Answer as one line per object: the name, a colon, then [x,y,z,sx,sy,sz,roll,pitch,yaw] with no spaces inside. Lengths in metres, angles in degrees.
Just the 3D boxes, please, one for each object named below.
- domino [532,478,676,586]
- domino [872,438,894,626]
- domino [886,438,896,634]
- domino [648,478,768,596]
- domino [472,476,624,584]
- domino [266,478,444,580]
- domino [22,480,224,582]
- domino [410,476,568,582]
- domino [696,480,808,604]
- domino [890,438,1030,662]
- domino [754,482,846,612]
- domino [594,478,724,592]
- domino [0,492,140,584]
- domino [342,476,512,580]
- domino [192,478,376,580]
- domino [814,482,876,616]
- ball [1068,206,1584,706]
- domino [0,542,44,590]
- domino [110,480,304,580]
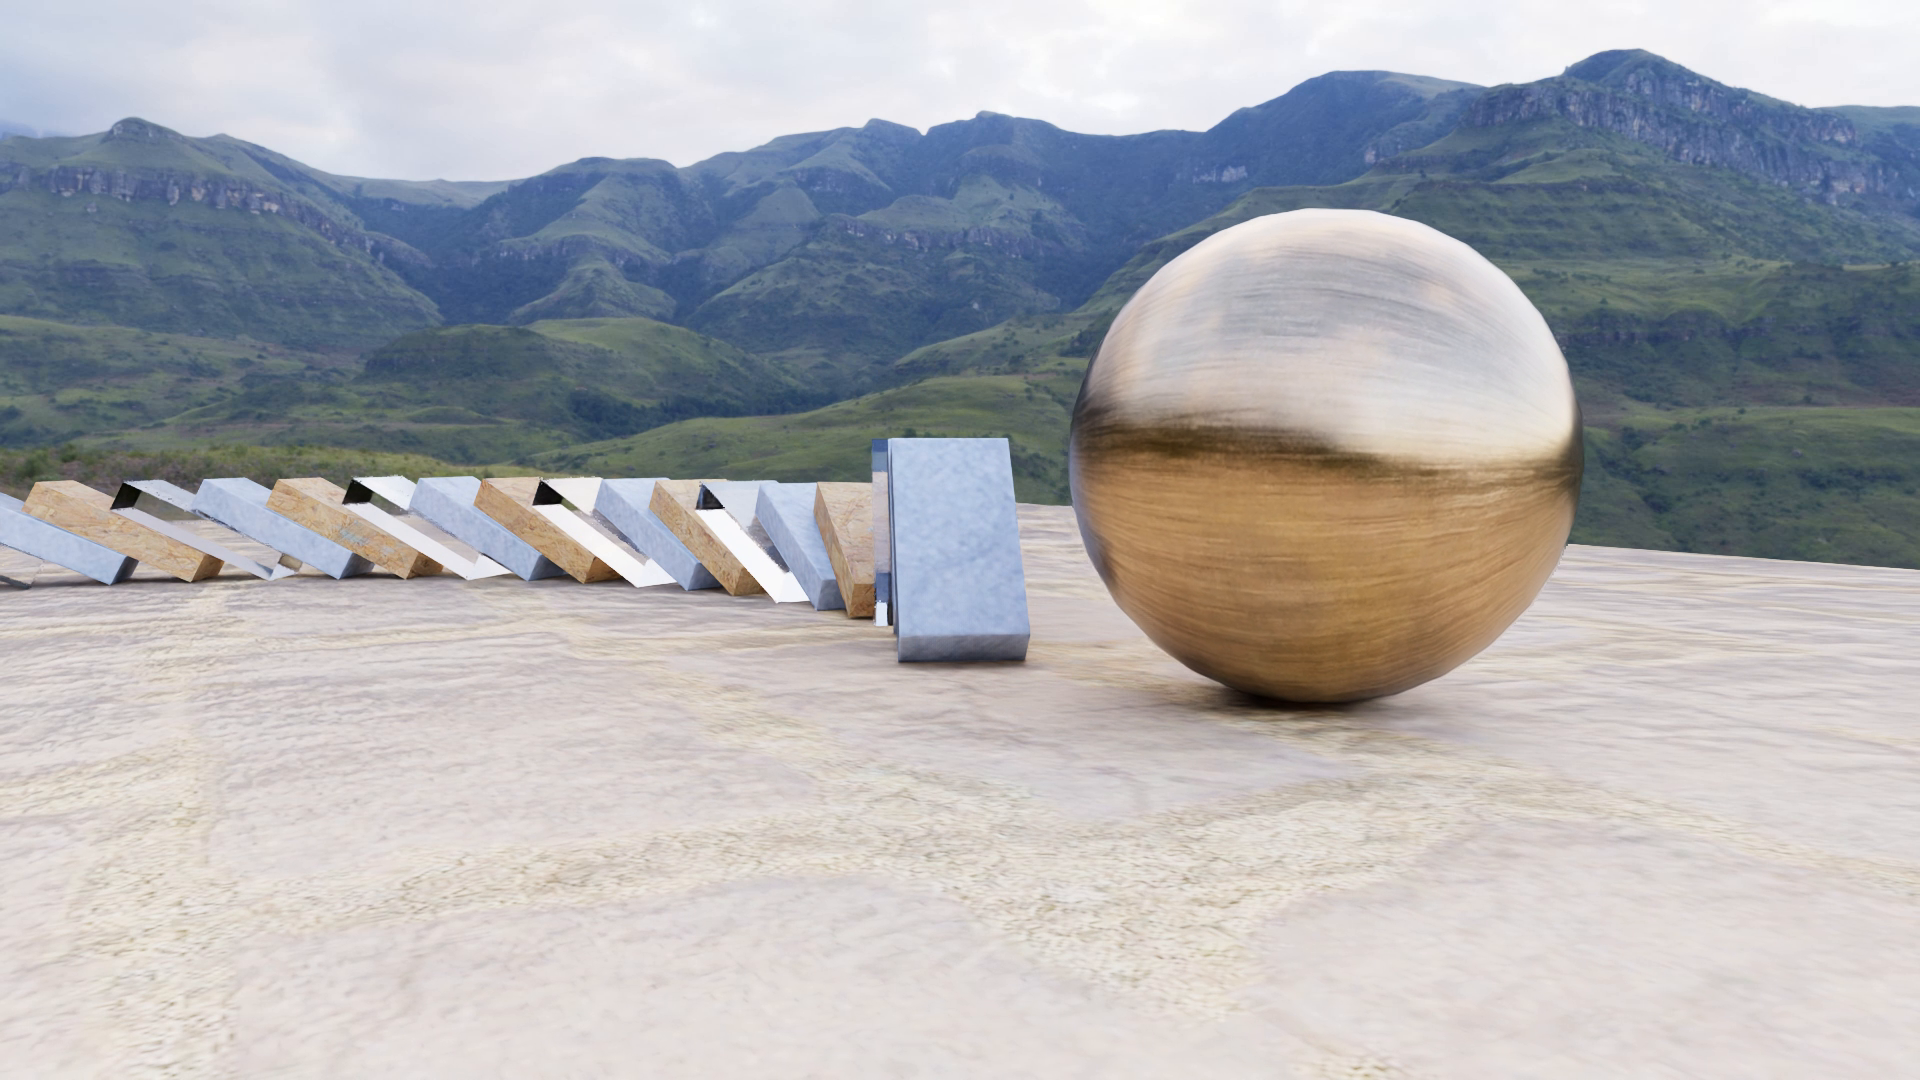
domino: [-0.107,-0.003,0.401,0.050,0.009,0.025,33,19,24]
domino: [-0.009,-0.003,0.313,0.025,0.050,0.009,0,-37,-6]
domino: [-0.004,-0.002,0.300,0.025,0.050,0.010,0,-37,-6]
domino: [-0.068,-0.002,0.380,0.025,0.010,0.050,-4,33,-44]
domino: [-0.127,-0.004,0.409,0.050,0.009,0.025,31,16,20]
domino: [-0.194,-0.004,0.415,0.050,0.010,0.025,27,5,0]
domino: [-0.258,-0.003,0.399,0.050,0.009,0.025,26,-2,-13]
domino: [-0.149,-0.004,0.414,0.050,0.010,0.025,30,13,14]
domino: [-0.052,-0.001,0.365,0.025,0.009,0.050,-4,33,-40]
domino: [-0.001,0.001,0.263,0.025,0.050,0.009,0,-37,-6]
domino: [-0.035,0.001,0.349,0.025,0.009,0.050,-2,32,-29]
domino: [-0.087,-0.003,0.392,0.050,0.010,0.025,36,25,31]
domino: [-0.278,-0.002,0.389,0.050,0.010,0.025,27,-6,-20]
domino: [-0.171,-0.004,0.416,0.050,0.010,0.025,29,9,9]
domino: [-0.215,-0.004,0.413,0.050,0.010,0.025,27,3,-4]
domino: [-0.021,0.001,0.332,0.025,0.009,0.050,0,31,-18]
ball: [0.058,-0.013,0.210,0.080,0.080,0.080,0,4,0]
domino: [-0.296,-0.001,0.373,0.050,0.010,0.025,28,-12,-32]
domino: [-0.237,-0.003,0.407,0.050,0.009,0.025,26,0,-9]
